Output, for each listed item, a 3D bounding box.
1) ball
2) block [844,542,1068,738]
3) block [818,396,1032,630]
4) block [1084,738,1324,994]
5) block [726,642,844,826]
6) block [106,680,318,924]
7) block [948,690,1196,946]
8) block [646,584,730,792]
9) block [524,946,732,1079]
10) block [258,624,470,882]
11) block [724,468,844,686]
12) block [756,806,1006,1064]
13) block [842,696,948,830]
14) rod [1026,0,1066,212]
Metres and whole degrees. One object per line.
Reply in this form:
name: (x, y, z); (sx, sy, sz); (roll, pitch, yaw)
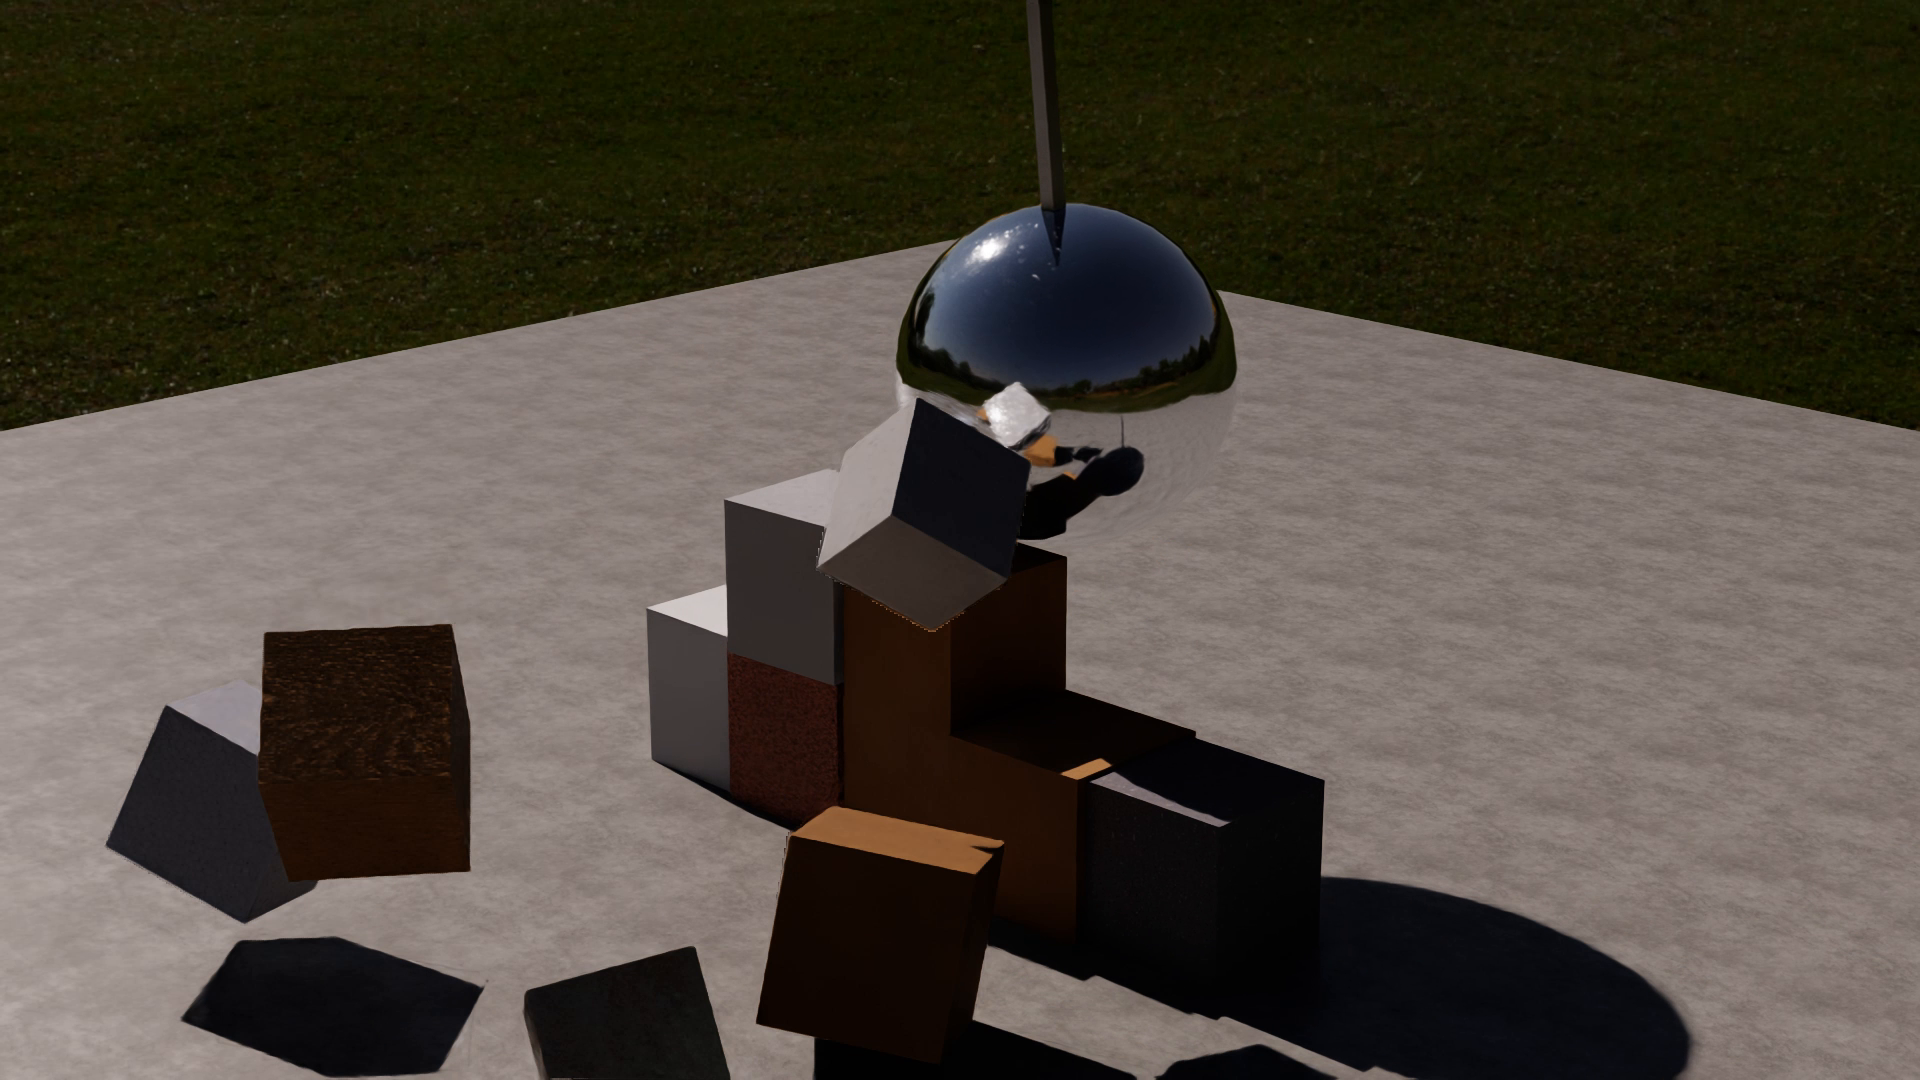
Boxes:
ball: (0.490, -0.769, 13.613); (1.600, 1.600, 1.600); (0, 17, 0)
block: (-0.022, 0.407, 13.479); (0.749, 0.682, 0.699); (-17, 24, -42)
block: (-0.147, -0.107, 12.352); (0.597, 0.617, 0.557); (29, -38, -23)
block: (1.050, 1.391, 12.652); (0.731, 0.760, 0.712); (16, 24, 41)
block: (-0.566, 0.871, 14.222); (0.776, 0.810, 0.796); (17, 24, 42)
block: (-3.078, 1.111, 12.577); (0.696, 0.683, 0.678); (27, 12, 9)
block: (0.498, 1.229, 13.135); (0.766, 0.780, 0.796); (16, 23, 41)
block: (-1.095, 0.723, 14.695); (0.657, 0.809, 0.655); (-17, 24, -42)
block: (-1.231, 1.893, 10.822); (0.627, 0.562, 0.618); (-14, -14, -13)
block: (-2.292, 0.832, 11.381); (0.706, 0.820, 0.653); (-3, 58, -5)
block: (-0.610, 0.163, 13.863); (0.704, 0.757, 0.696); (15, 23, 39)
block: (-0.302, 1.555, 11.679); (0.734, 0.752, 0.830); (11, 4, 8)
block: (-0.024, 1.076, 13.704); (0.714, 0.729, 0.755); (-17, 24, -42)
rod: (0.212, -3.908, 12.336); (0.080, 5.200, 0.080); (17, 31, 42)
